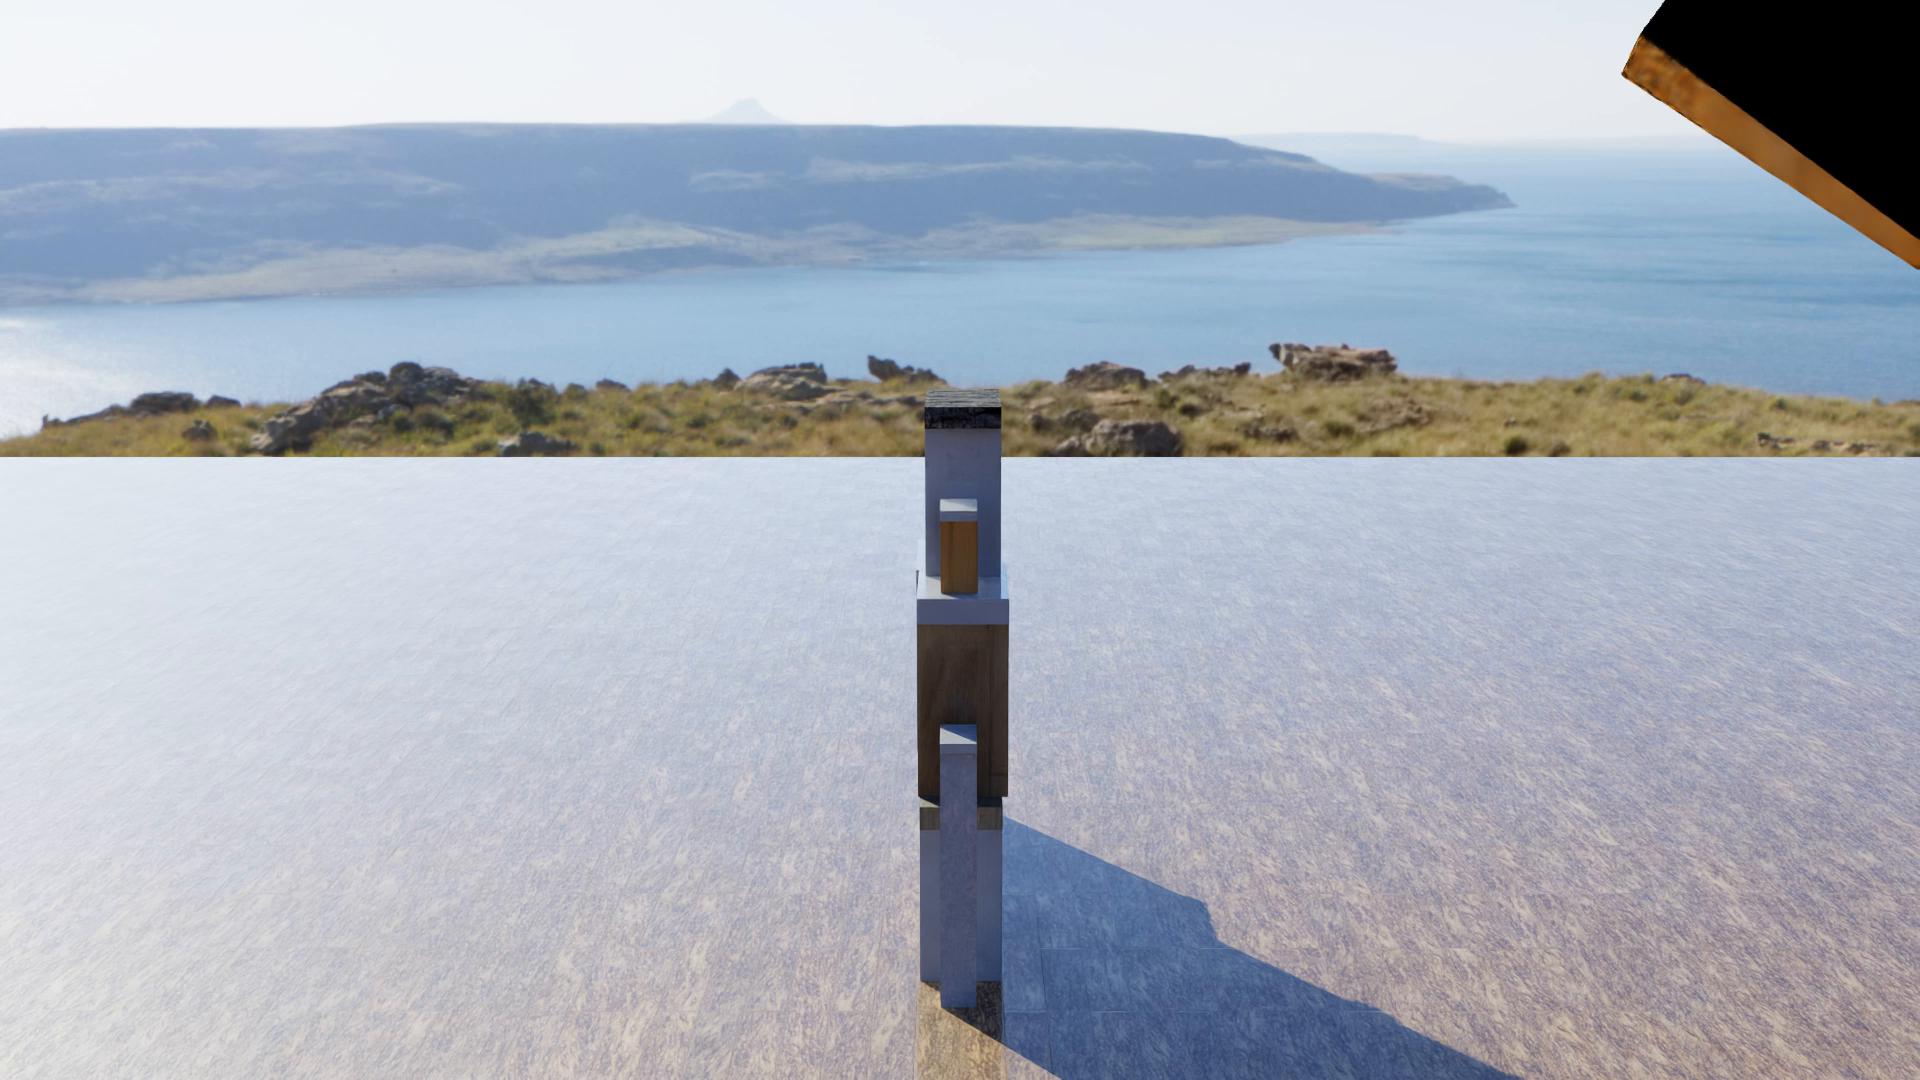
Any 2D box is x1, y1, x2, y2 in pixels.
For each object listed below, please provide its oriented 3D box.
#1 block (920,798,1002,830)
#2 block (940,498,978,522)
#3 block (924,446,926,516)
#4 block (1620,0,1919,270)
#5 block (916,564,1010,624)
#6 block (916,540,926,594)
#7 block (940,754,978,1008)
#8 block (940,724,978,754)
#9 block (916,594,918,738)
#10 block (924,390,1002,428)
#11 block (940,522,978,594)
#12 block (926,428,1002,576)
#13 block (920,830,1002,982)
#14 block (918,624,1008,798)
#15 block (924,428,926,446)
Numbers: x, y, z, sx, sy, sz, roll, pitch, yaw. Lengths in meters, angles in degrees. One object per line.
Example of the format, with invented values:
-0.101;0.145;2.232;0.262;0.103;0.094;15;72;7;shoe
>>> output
0.002;0.386;3.339;0.122;0.035;0.244;0;11;0;block
-0.002;-0.044;3.244;0.054;0.015;0.109;0;11;0;block
-0.004;0.018;3.591;0.106;0.354;0.030;0;11;0;block
0.457;-0.258;0.930;0.225;0.225;0.225;37;2;10;block
0.004;0.080;3.320;0.134;0.038;0.268;0;11;0;block
-0.004;0.043;3.754;0.138;0.039;0.276;0;11;0;block
-0.002;0.488;3.165;0.053;0.384;0.015;0;11;0;block
-0.002;0.286;3.163;0.053;0.015;0.105;0;11;0;block
-0.003;0.215;3.693;0.138;0.276;0.039;0;11;0;block
0.004;-0.203;3.392;0.115;0.033;0.229;0;11;0;block
-0.001;0.023;3.220;0.054;0.109;0.015;0;11;0;block
0.005;-0.060;3.341;0.115;0.230;0.033;0;11;0;block
0.002;0.537;3.285;0.122;0.244;0.035;0;11;0;block
0.005;0.246;3.260;0.134;0.268;0.038;0;11;0;block
-0.004;-0.184;3.625;0.106;0.030;0.212;0;11;0;block
